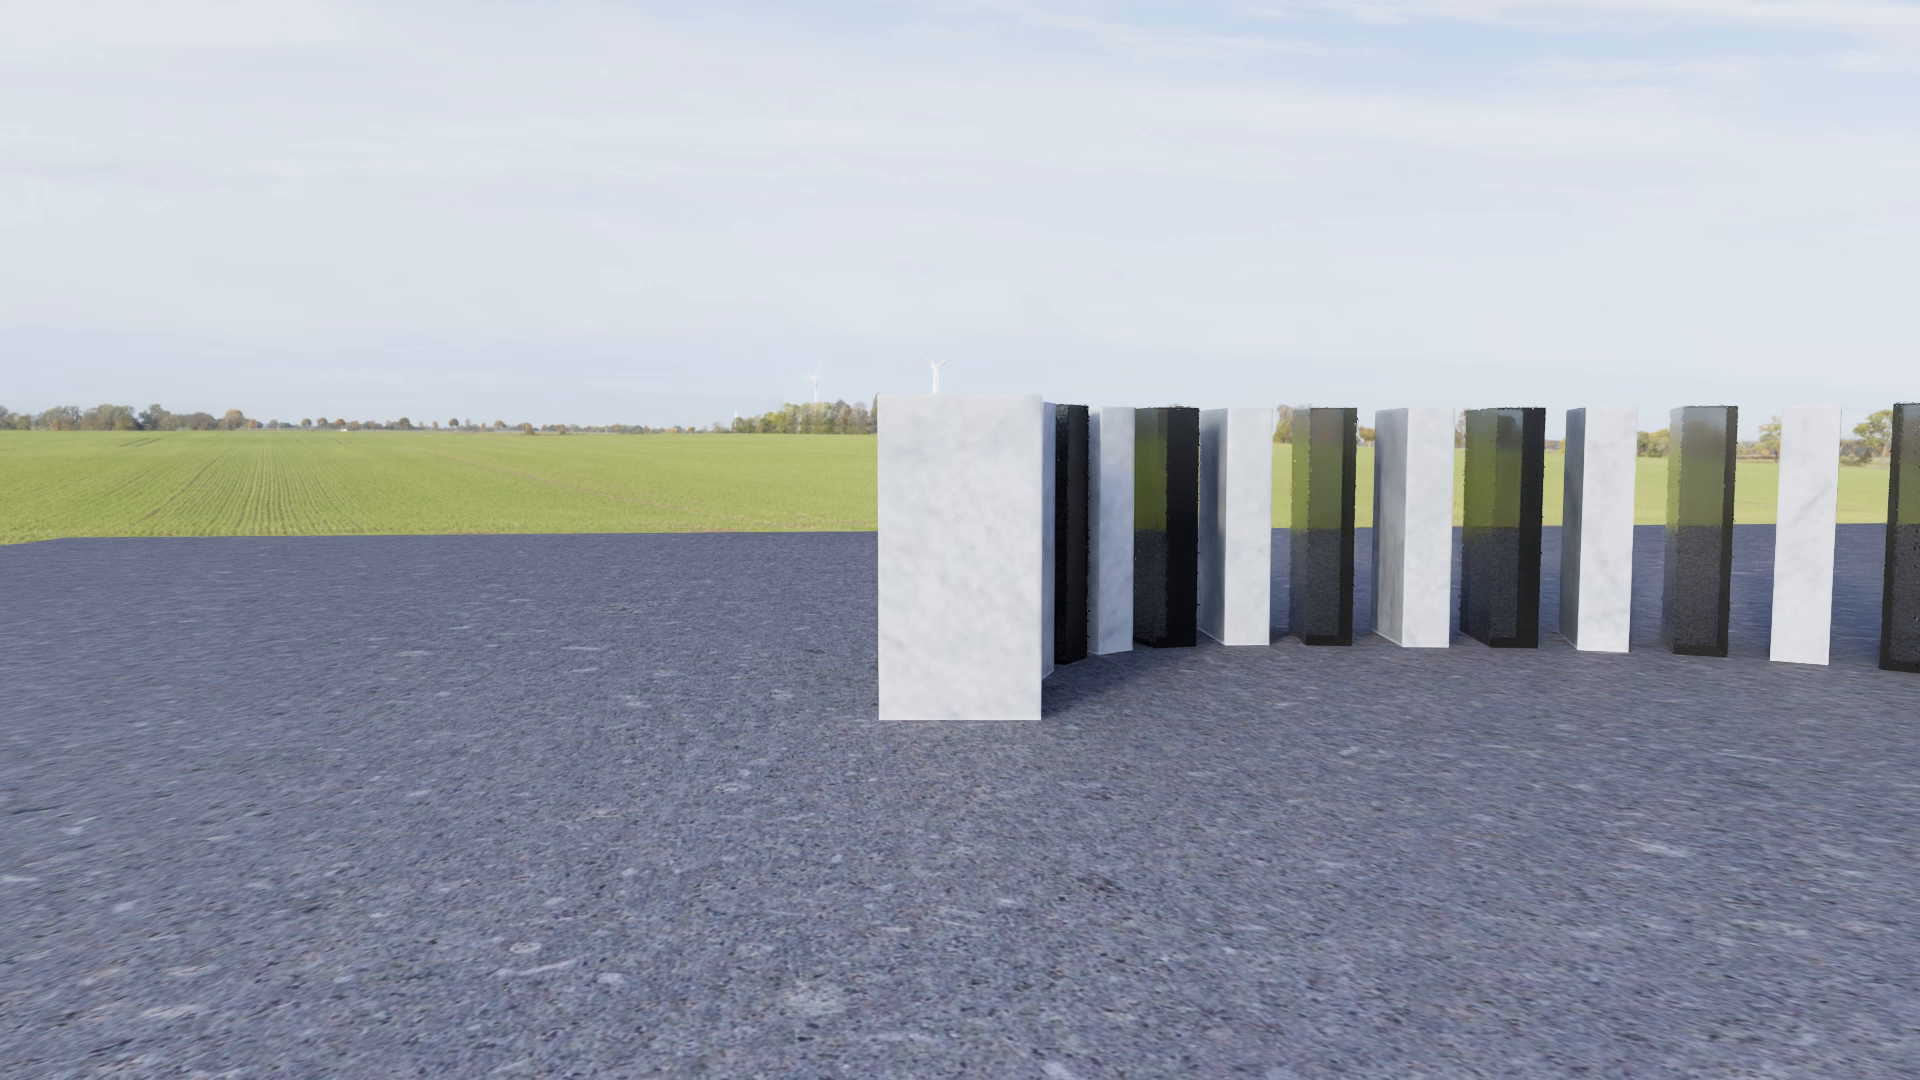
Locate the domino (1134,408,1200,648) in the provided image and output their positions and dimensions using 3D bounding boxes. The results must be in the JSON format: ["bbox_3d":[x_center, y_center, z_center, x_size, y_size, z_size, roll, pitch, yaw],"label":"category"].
[{"bbox_3d":[0.041,-0.003,0.278,0.010,0.050,0.025,-1,4,-17],"label":"domino"}]

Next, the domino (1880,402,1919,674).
[{"bbox_3d":[0.185,-0.001,0.246,0.010,0.050,0.025,4,6,42],"label":"domino"}]

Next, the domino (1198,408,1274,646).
[{"bbox_3d":[0.060,-0.004,0.282,0.009,0.050,0.025,0,4,-3],"label":"domino"}]

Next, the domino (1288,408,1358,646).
[{"bbox_3d":[0.079,-0.004,0.281,0.009,0.050,0.025,0,4,6],"label":"domino"}]

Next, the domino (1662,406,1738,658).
[{"bbox_3d":[0.154,-0.003,0.267,0.009,0.050,0.025,2,5,24],"label":"domino"}]

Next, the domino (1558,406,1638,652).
[{"bbox_3d":[0.136,-0.003,0.274,0.009,0.050,0.025,1,4,17],"label":"domino"}]

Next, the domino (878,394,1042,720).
[{"bbox_3d":[0.000,0.002,0.201,0.025,0.050,0.010,0,4,0],"label":"domino"}]

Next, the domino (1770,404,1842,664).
[{"bbox_3d":[0.170,-0.002,0.258,0.009,0.050,0.025,3,5,34],"label":"domino"}]

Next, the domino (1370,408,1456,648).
[{"bbox_3d":[0.098,-0.003,0.280,0.010,0.050,0.025,0,4,3],"label":"domino"}]

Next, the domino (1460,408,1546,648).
[{"bbox_3d":[0.117,-0.003,0.278,0.009,0.050,0.025,1,4,8],"label":"domino"}]

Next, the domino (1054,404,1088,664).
[{"bbox_3d":[0.012,-0.002,0.256,0.025,0.050,0.009,3,5,31],"label":"domino"}]

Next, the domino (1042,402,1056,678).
[{"bbox_3d":[0.004,0.000,0.238,0.025,0.050,0.010,1,5,18],"label":"domino"}]

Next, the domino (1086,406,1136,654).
[{"bbox_3d":[0.024,-0.003,0.270,0.009,0.050,0.025,-3,5,-37],"label":"domino"}]
